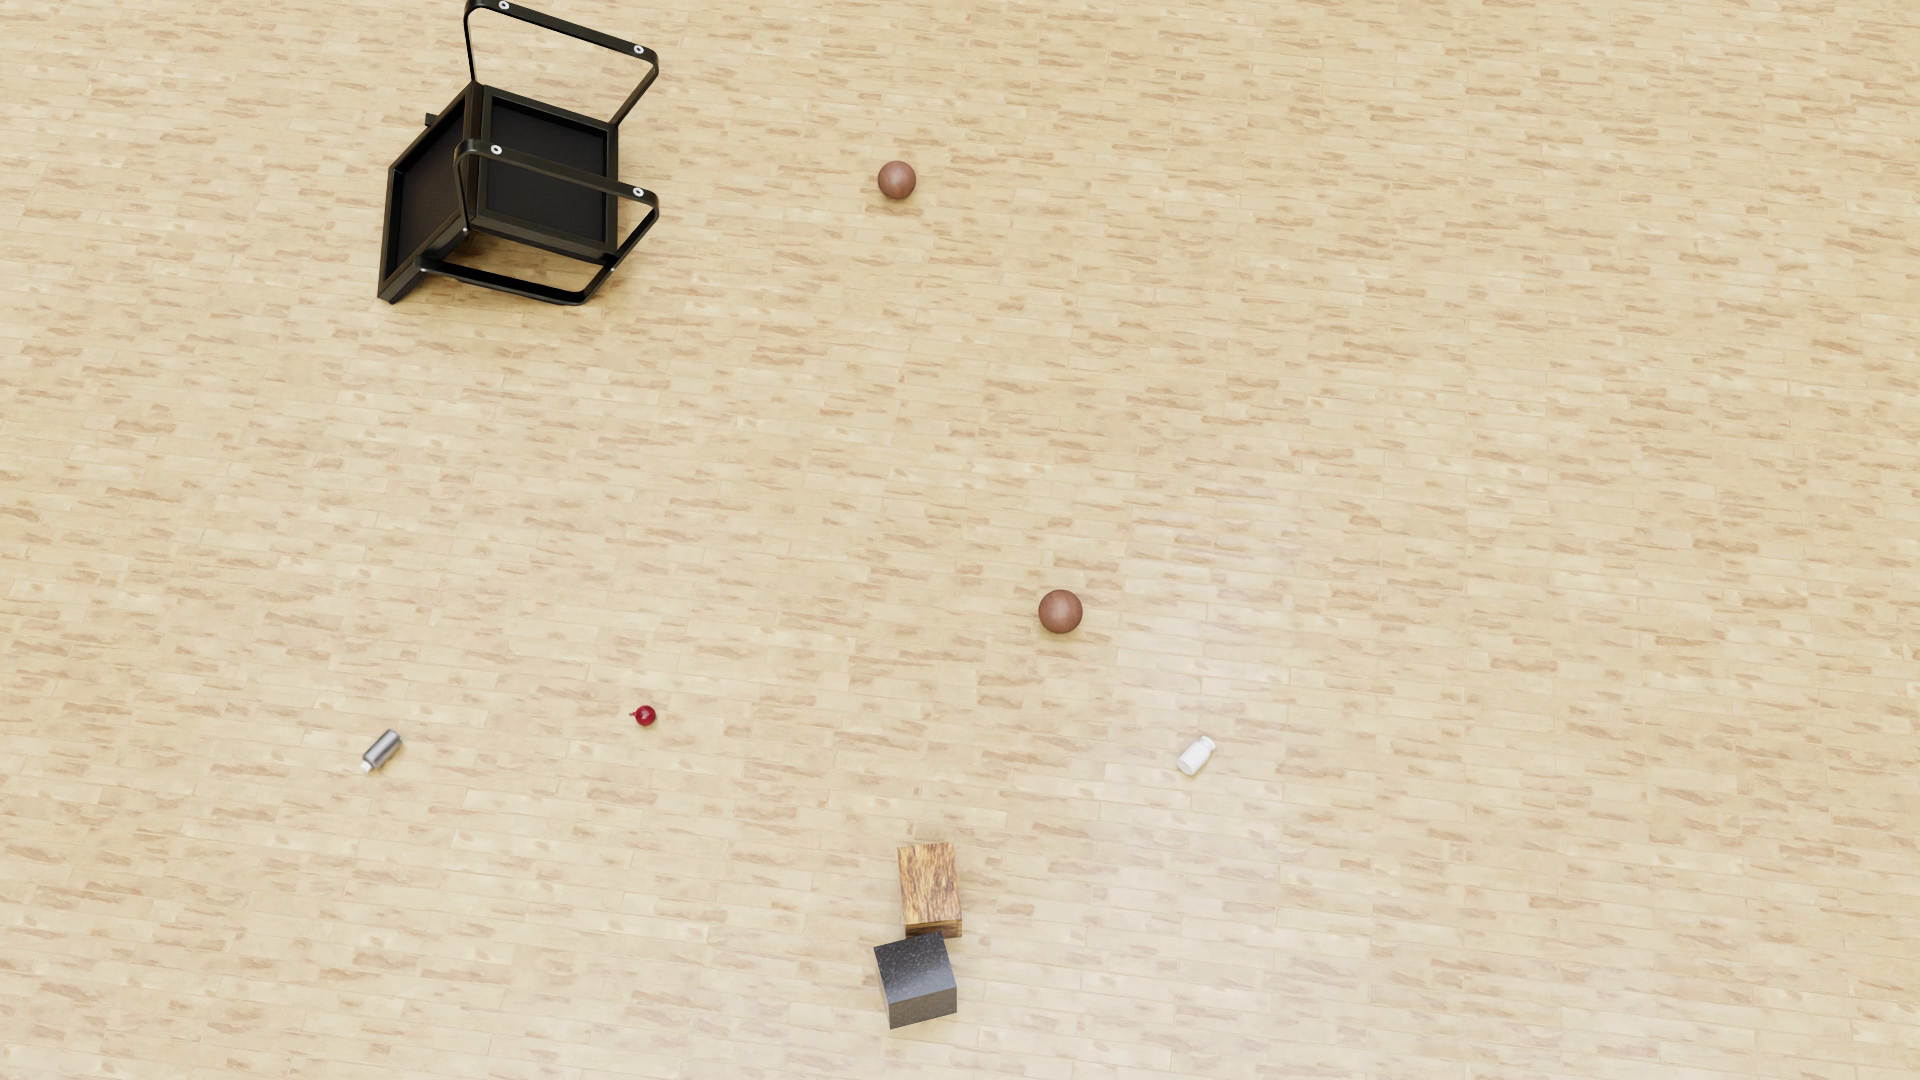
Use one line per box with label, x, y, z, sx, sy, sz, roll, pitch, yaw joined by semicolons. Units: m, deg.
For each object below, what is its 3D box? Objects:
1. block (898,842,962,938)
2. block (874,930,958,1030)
block;-0.081;0.940;5.871;0.150;0.119;0.224;-5;56;-4
block;-0.116;1.141;5.703;0.180;0.175;0.160;-13;57;-8
